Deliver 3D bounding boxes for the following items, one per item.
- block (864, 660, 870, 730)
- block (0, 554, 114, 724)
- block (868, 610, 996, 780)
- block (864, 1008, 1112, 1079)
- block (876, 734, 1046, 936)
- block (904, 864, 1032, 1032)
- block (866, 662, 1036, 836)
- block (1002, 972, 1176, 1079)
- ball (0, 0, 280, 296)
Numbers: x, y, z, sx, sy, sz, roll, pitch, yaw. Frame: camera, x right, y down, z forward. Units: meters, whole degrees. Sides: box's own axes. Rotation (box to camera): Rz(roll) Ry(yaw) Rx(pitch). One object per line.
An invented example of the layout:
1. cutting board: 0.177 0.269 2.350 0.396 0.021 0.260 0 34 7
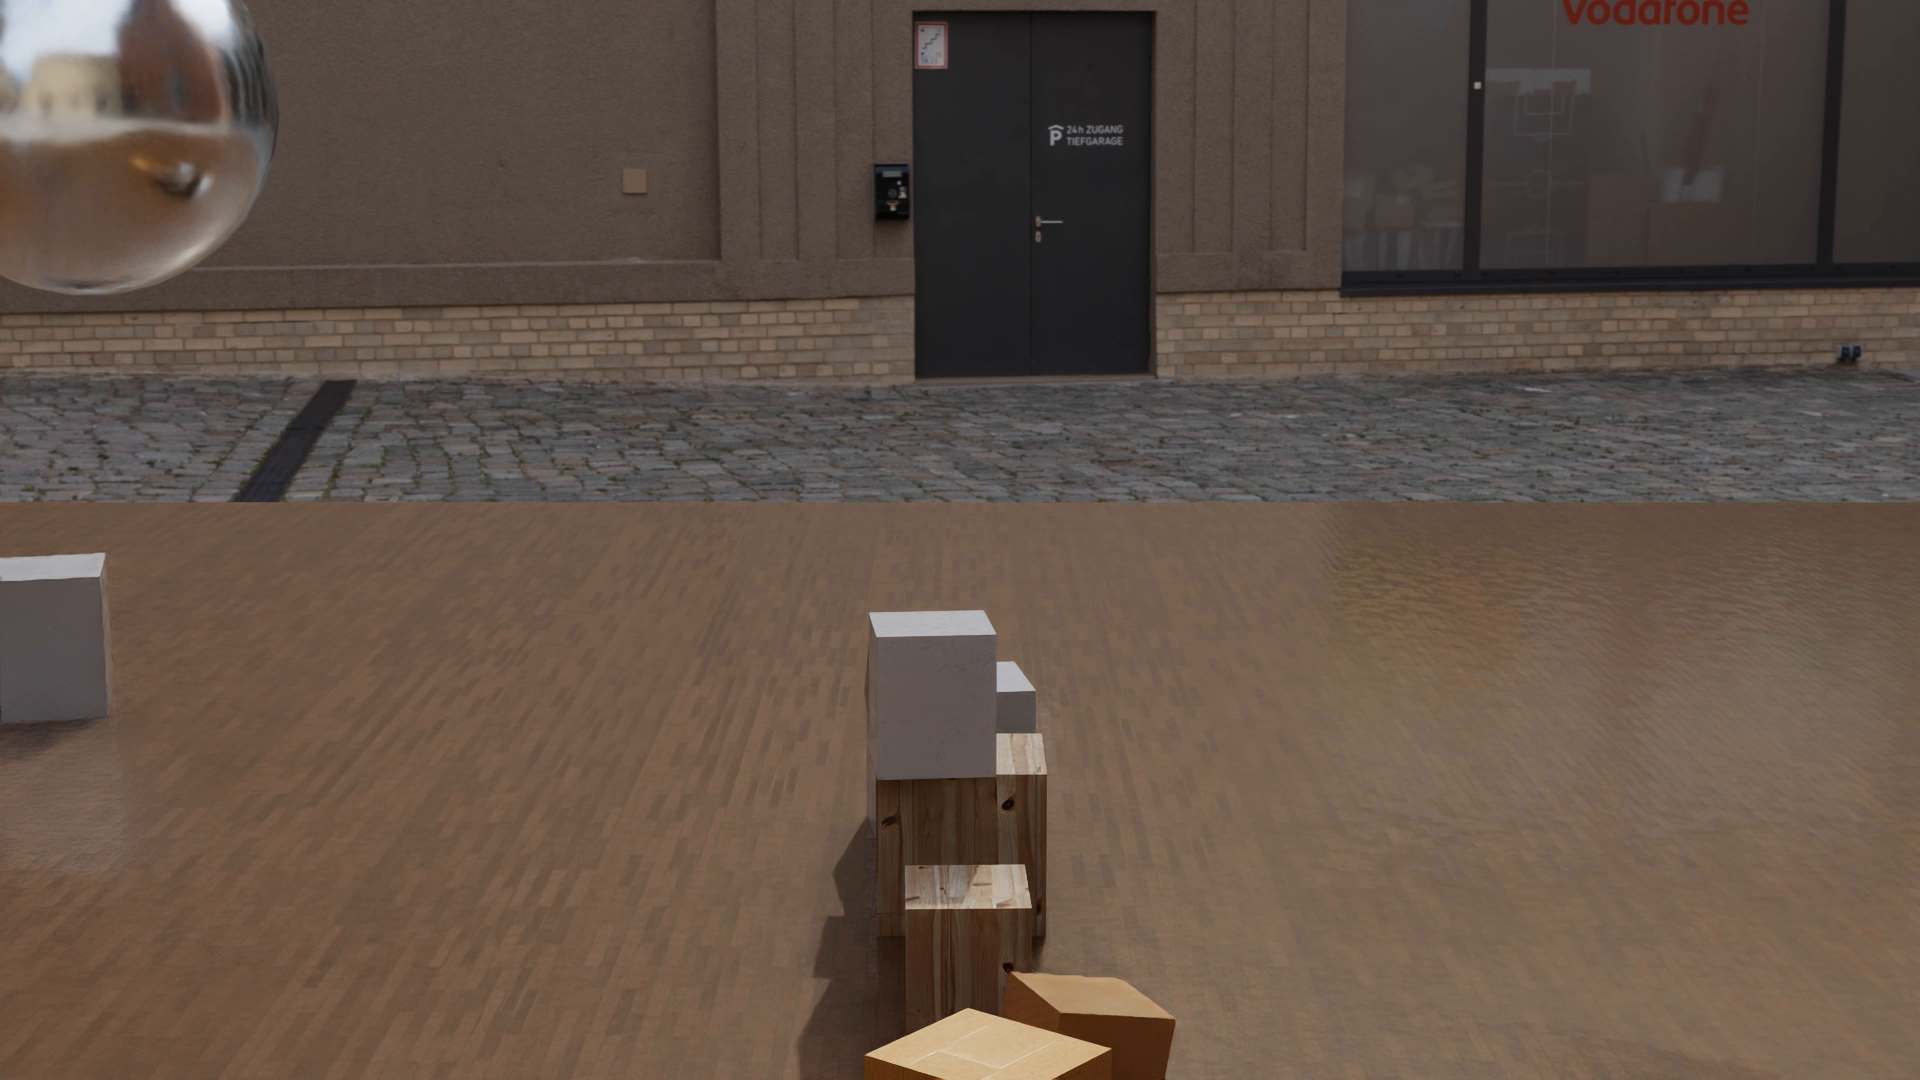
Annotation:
1. block: -0.166 0.670 11.318 0.448 0.468 0.430 -2 46 -8
2. block: -5.141 0.545 14.348 0.706 0.794 0.728 -3 11 -15
3. block: -0.117 0.633 10.573 0.484 0.592 0.476 -1 10 -6
4. block: 0.090 1.843 8.138 0.581 0.463 0.525 8 13 38
5. block: 0.006 1.236 10.841 0.697 0.690 0.657 0 10 0
6. block: 0.026 1.544 9.740 0.465 0.478 0.531 0 10 -1
7. block: -0.050 1.004 11.996 0.714 0.733 0.599 -2 10 -8
8. block: 0.408 1.734 8.659 0.433 0.414 0.416 8 6 -24
9. ball: -3.703 -1.835 10.847 1.600 1.600 1.600 0 10 0
